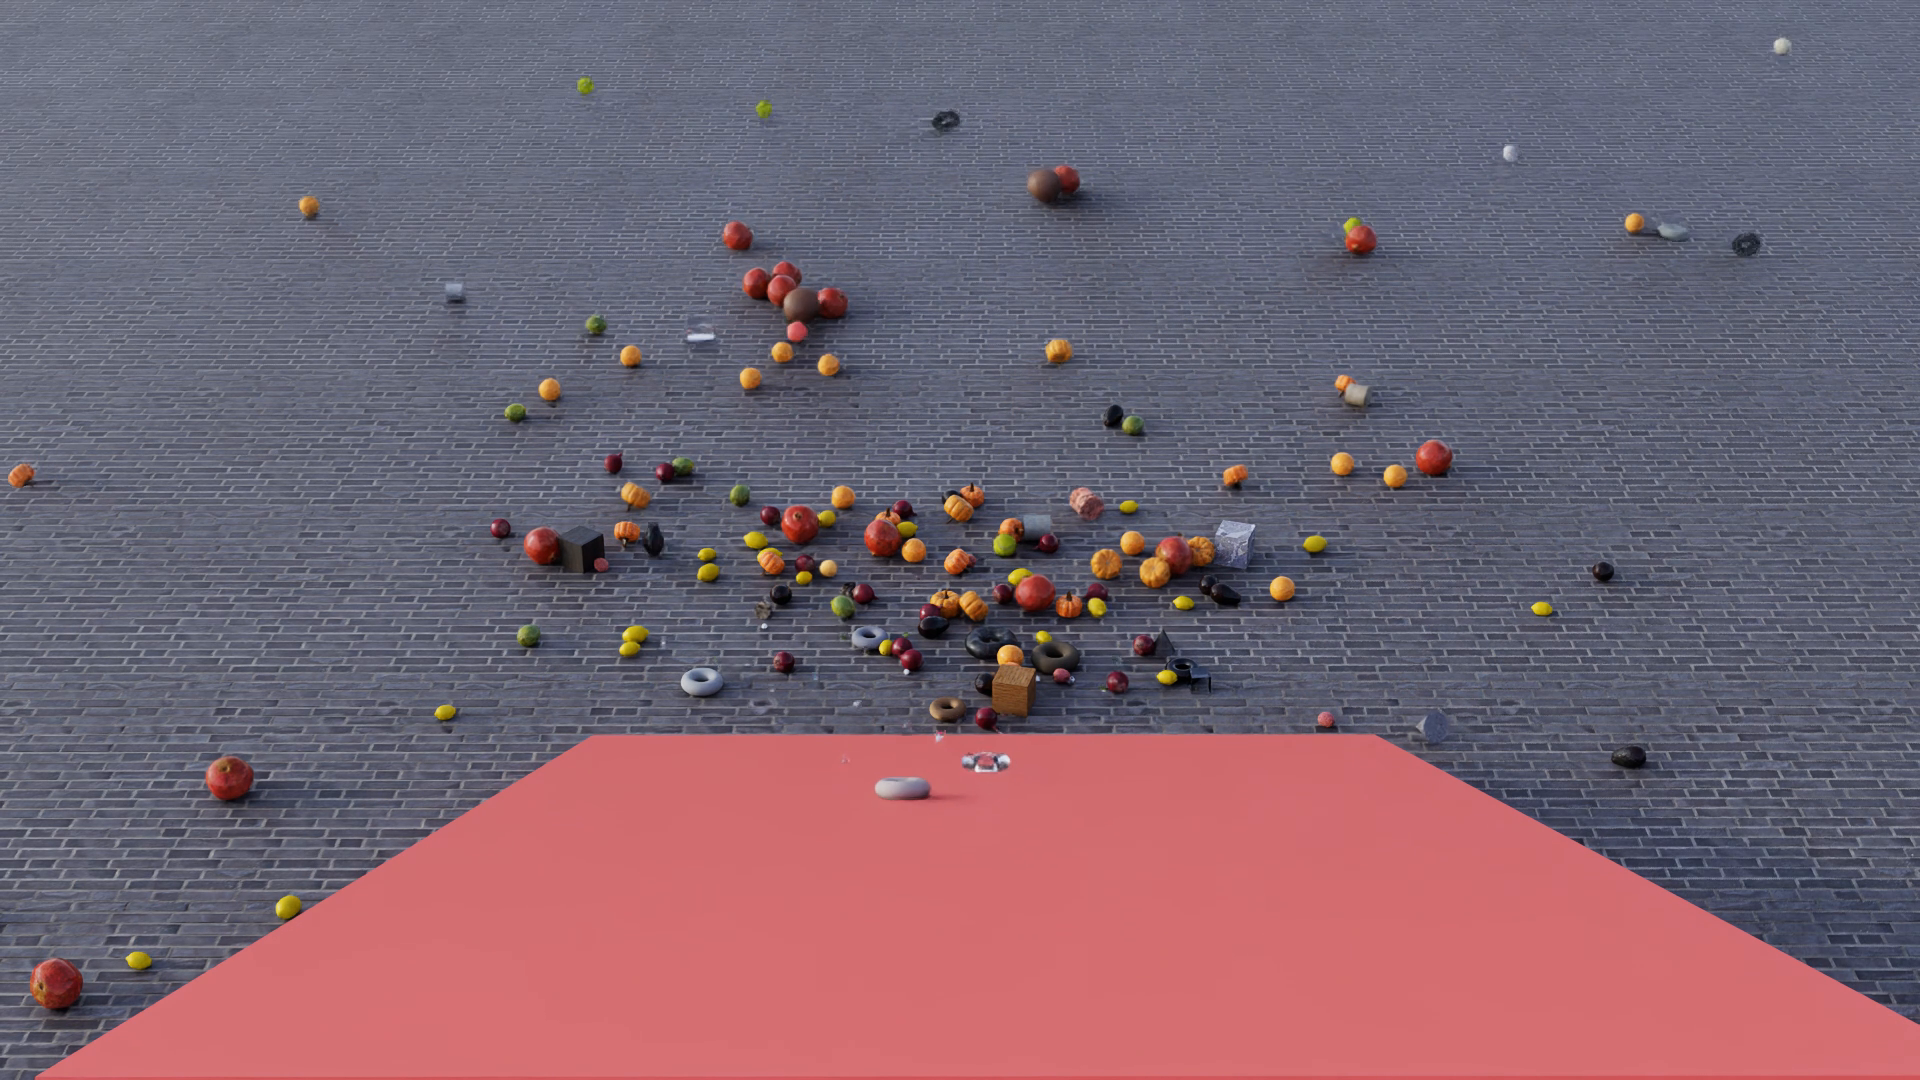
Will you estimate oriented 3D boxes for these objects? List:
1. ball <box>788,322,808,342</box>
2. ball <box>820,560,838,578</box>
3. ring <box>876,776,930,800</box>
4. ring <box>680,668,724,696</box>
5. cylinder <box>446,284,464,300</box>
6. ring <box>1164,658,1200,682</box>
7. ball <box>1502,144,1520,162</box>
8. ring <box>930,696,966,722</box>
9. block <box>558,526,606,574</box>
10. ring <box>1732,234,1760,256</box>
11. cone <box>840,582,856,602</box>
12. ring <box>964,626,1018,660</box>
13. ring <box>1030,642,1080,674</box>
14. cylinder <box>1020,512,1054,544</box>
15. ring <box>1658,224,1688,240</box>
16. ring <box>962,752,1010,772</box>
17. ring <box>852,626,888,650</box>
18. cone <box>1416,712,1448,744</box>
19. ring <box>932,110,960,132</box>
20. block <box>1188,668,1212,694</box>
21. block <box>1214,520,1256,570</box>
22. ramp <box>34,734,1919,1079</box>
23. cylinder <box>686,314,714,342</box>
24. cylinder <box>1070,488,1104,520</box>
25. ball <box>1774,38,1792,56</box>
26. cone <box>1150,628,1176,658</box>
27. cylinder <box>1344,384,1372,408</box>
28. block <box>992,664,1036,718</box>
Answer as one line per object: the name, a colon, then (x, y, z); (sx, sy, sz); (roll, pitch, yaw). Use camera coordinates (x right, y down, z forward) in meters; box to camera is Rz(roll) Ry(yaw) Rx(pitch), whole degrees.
ball: (-0.568, -0.726, 9.009); (0.070, 0.070, 0.070); (0, 28, 0)
ball: (-0.383, 0.085, 7.516); (0.051, 0.051, 0.051); (0, 28, 0)
ring: (-0.114, 0.496, 5.157); (0.112, 0.037, 0.112); (-1, 1, 0)
ring: (-0.696, 0.383, 6.974); (0.115, 0.038, 0.115); (1, 27, 0)
cylinder: (-1.826, -0.897, 9.338); (0.061, 0.061, 0.061); (-2, 28, -5)
ring: (0.607, 0.353, 7.037); (0.098, 0.033, 0.098); (-1, 28, 1)
ball: (2.268, -1.592, 10.630); (0.067, 0.067, 0.067); (0, 28, 0)
ring: (-0.032, 0.449, 6.857); (0.098, 0.033, 0.098); (-1, 27, 0)
block: (-1.109, 0.028, 7.578); (0.093, 0.093, 0.093); (19, 33, 31)
ring: (2.947, -1.107, 9.693); (0.098, 0.098, 0.033); (2, 39, 5)
cone: (-0.311, 0.157, 7.410); (0.053, 0.053, 0.053); (-17, 59, -28)
ring: (0.086, 0.285, 7.145); (0.147, 0.049, 0.147); (-1, 27, 0)
ring: (0.261, 0.322, 7.080); (0.135, 0.045, 0.135); (-1, 29, 0)
cylinder: (0.229, -0.035, 7.711); (0.078, 0.078, 0.078); (-22, 30, -1)
ring: (2.726, -1.178, 9.873); (0.114, 0.038, 0.114); (11, 22, -4)
ring: (0.057, 0.491, 5.703); (0.108, 0.036, 0.108); (-1, 1, 0)
ring: (-0.250, 0.273, 7.183); (0.103, 0.034, 0.103); (1, 28, -1)
cone: (1.220, 0.491, 6.772); (0.083, 0.083, 0.083); (-18, 6, -30)
ring: (-0.061, -1.770, 10.926); (0.118, 0.118, 0.039); (-5, 61, -10)
block: (0.646, 0.379, 6.965); (0.052, 0.052, 0.052); (-2, 28, -5)
block: (0.808, 0.013, 7.600); (0.098, 0.098, 0.098); (9, 29, 16)
ramp: (0.063, 0.570, 4.611); (2.000, 0.100, 4.000); (0, 1, 0)
cylinder: (-0.904, -0.741, 9.014); (0.093, 0.093, 0.093); (-2, 28, -3)
cylinder: (0.383, -0.109, 7.851); (0.077, 0.077, 0.077); (-11, 30, -20)
ball: (3.779, -2.266, 11.873); (0.081, 0.081, 0.081); (0, 28, 0)
cone: (0.560, 0.275, 7.140); (0.071, 0.071, 0.071); (0, 28, 0)
cylinder: (1.318, -0.479, 8.549); (0.069, 0.069, 0.069); (15, 32, 26)
block: (0.144, 0.401, 6.879); (0.096, 0.096, 0.096); (7, 29, 14)
